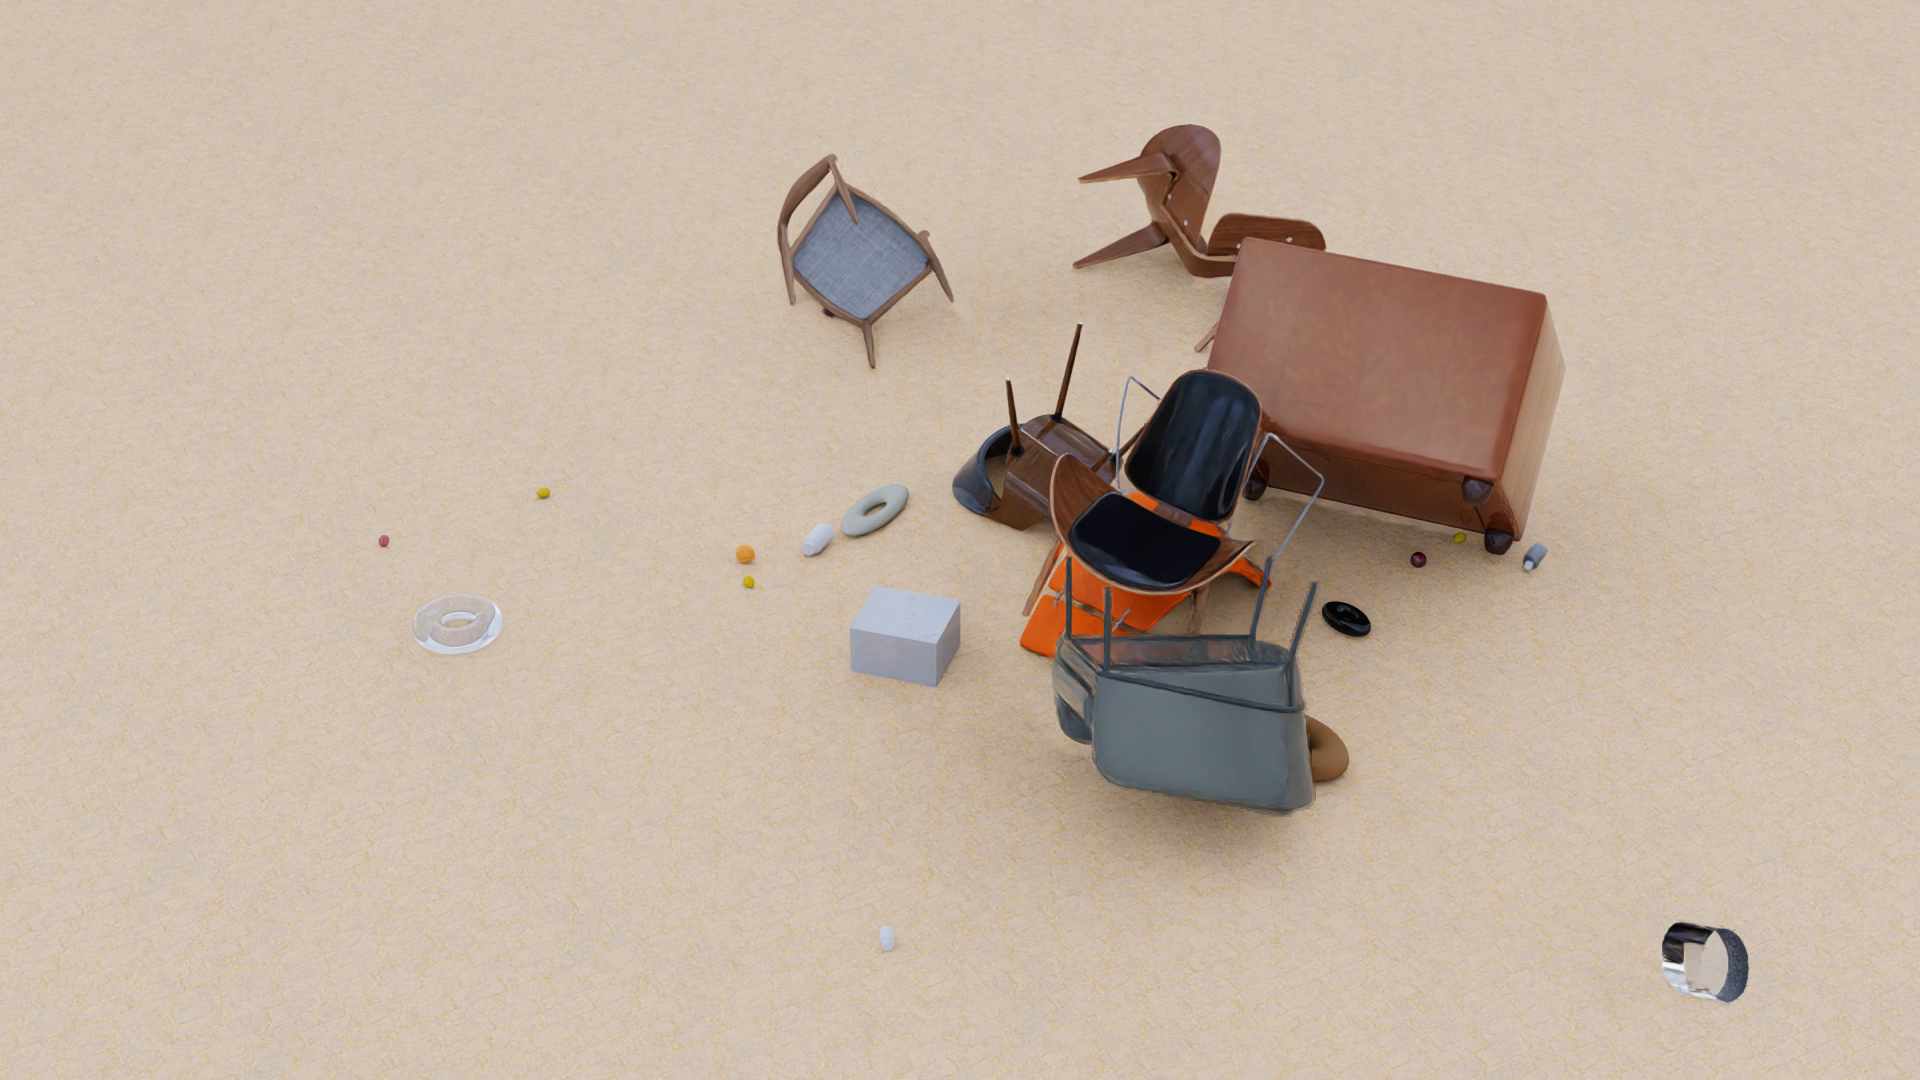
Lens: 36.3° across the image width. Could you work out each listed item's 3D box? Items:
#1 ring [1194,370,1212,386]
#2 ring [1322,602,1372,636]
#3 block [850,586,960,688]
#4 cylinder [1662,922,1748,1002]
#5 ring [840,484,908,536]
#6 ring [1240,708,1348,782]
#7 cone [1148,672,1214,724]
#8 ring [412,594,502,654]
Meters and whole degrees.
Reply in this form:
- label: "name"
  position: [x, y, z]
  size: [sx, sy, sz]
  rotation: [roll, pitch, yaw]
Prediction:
- label: "ring"
  position: [0.989, -0.657, 11.913]
  size: [0.067, 0.032, 0.111]
  rotation: [-8, 35, -15]
- label: "ring"
  position: [1.379, 0.282, 10.467]
  size: [0.125, 0.056, 0.217]
  rotation: [-25, 40, -30]
- label: "block"
  position: [-0.190, 0.336, 10.266]
  size: [0.315, 0.185, 0.275]
  rotation: [10, 35, 15]
- label: "cylinder"
  position: [2.229, 1.261, 8.772]
  size: [0.177, 0.226, 0.179]
  rotation: [-19, 8, -26]
- label: "ring"
  position: [-0.320, -0.114, 11.074]
  size: [0.168, 0.048, 0.387]
  rotation: [19, 38, 27]
- label: "ring"
  position: [1.117, 0.684, 9.814]
  size: [0.413, 0.104, 0.266]
  rotation: [27, 43, 33]
- label: "cone"
  position: [0.728, 0.581, 9.986]
  size: [0.205, 0.175, 0.275]
  rotation: [-29, 22, 1]
- label: "ring"
  position: [-1.786, 0.297, 10.419]
  size: [0.324, 0.084, 0.328]
  rotation: [-10, 34, -14]
